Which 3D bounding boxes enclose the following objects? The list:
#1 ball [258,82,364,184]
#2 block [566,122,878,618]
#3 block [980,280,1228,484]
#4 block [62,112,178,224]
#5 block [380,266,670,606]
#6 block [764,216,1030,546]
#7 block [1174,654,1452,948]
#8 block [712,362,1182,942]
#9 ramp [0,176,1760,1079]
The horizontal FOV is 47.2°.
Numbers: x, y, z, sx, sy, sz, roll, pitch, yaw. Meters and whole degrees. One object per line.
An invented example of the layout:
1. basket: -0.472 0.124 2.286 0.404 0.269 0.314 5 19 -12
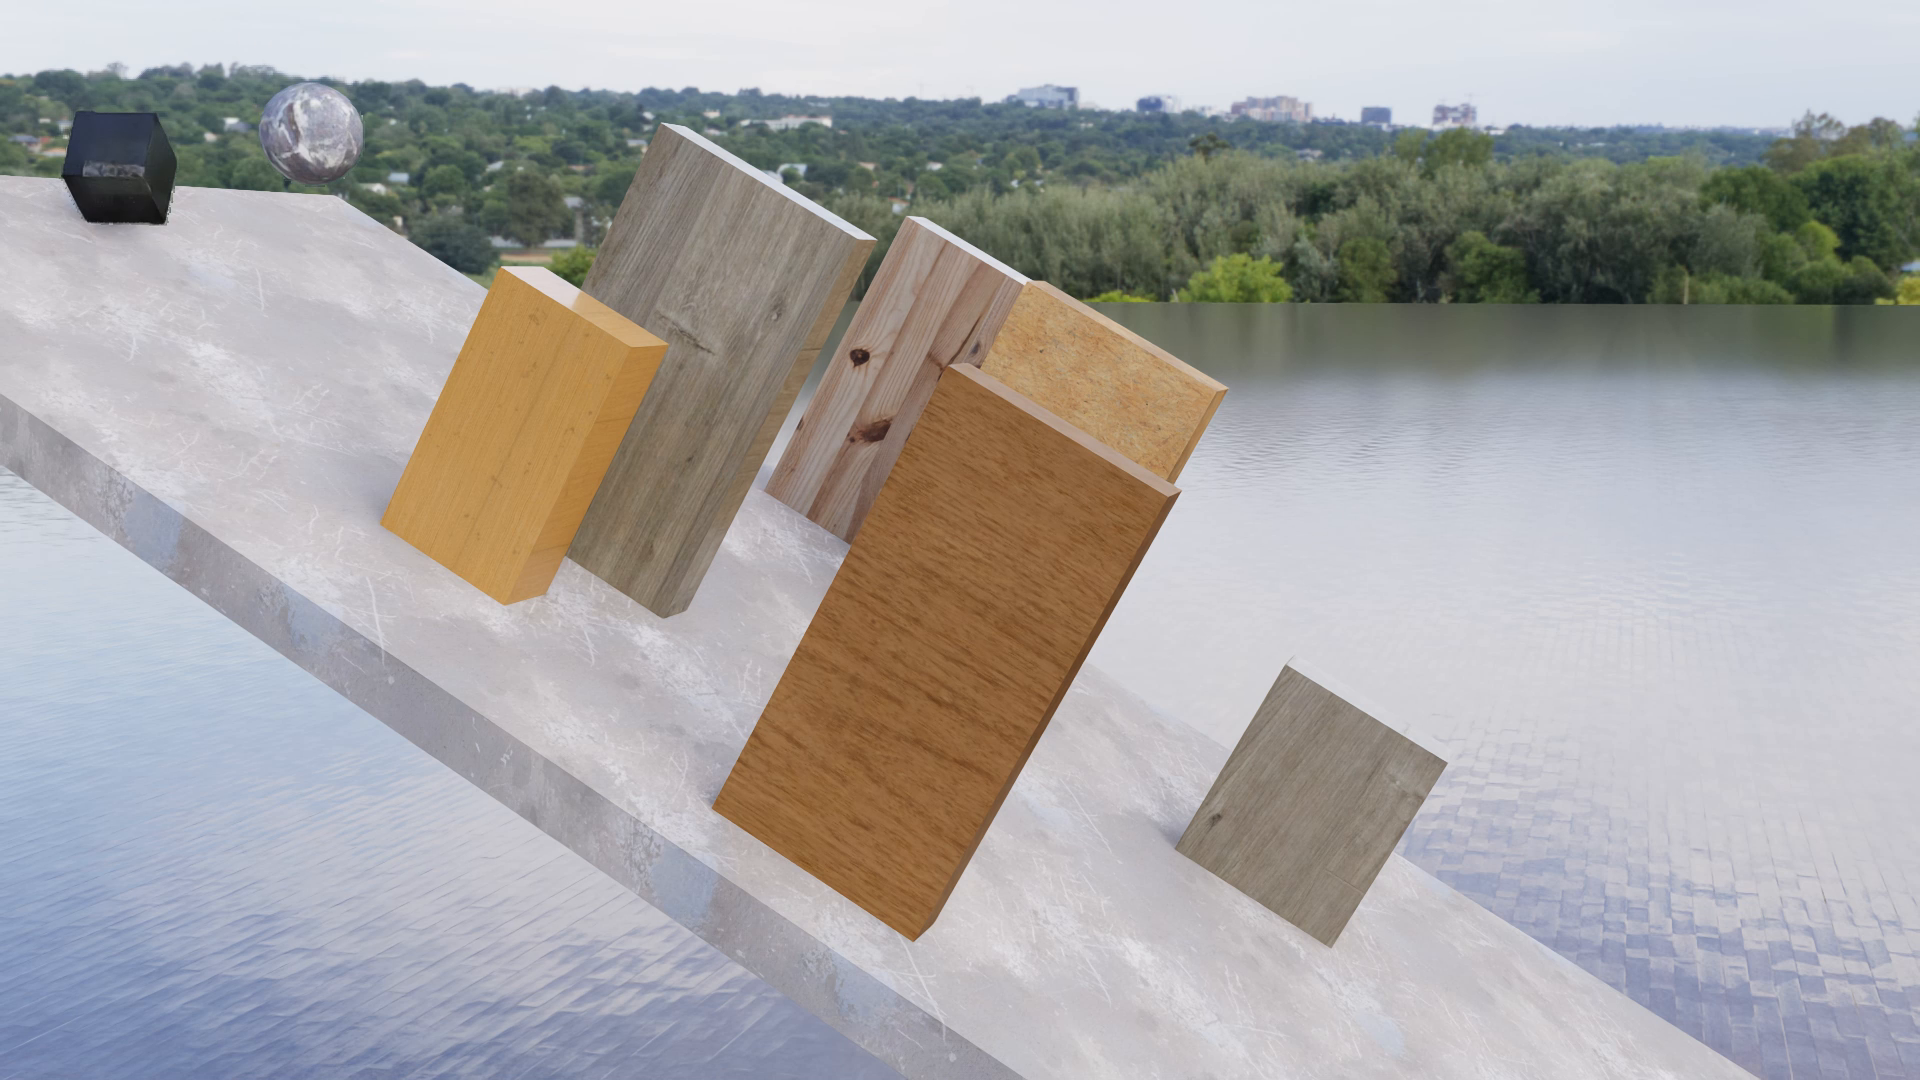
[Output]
1. ball: -1.233 -0.773 4.182 0.191 0.191 0.191 0 7 0
2. block: -0.513 -0.299 3.941 0.418 0.772 0.103 32 15 11
3. block: 0.157 -0.083 4.473 0.438 0.766 0.134 32 15 11
4. block: -1.645 -0.729 4.312 0.153 0.153 0.153 1 -27 -2
5. block: -0.729 -0.176 3.675 0.264 0.491 0.146 32 15 11
6. block: -0.092 -0.312 4.919 0.410 0.704 0.129 32 15 11
7. block: 0.666 0.491 4.153 0.344 0.421 0.116 32 15 11
8. block: -0.029 0.168 3.245 0.368 0.771 0.099 32 15 11
9. ramp: -0.199 0.329 4.136 4.000 0.100 2.000 32 15 11
